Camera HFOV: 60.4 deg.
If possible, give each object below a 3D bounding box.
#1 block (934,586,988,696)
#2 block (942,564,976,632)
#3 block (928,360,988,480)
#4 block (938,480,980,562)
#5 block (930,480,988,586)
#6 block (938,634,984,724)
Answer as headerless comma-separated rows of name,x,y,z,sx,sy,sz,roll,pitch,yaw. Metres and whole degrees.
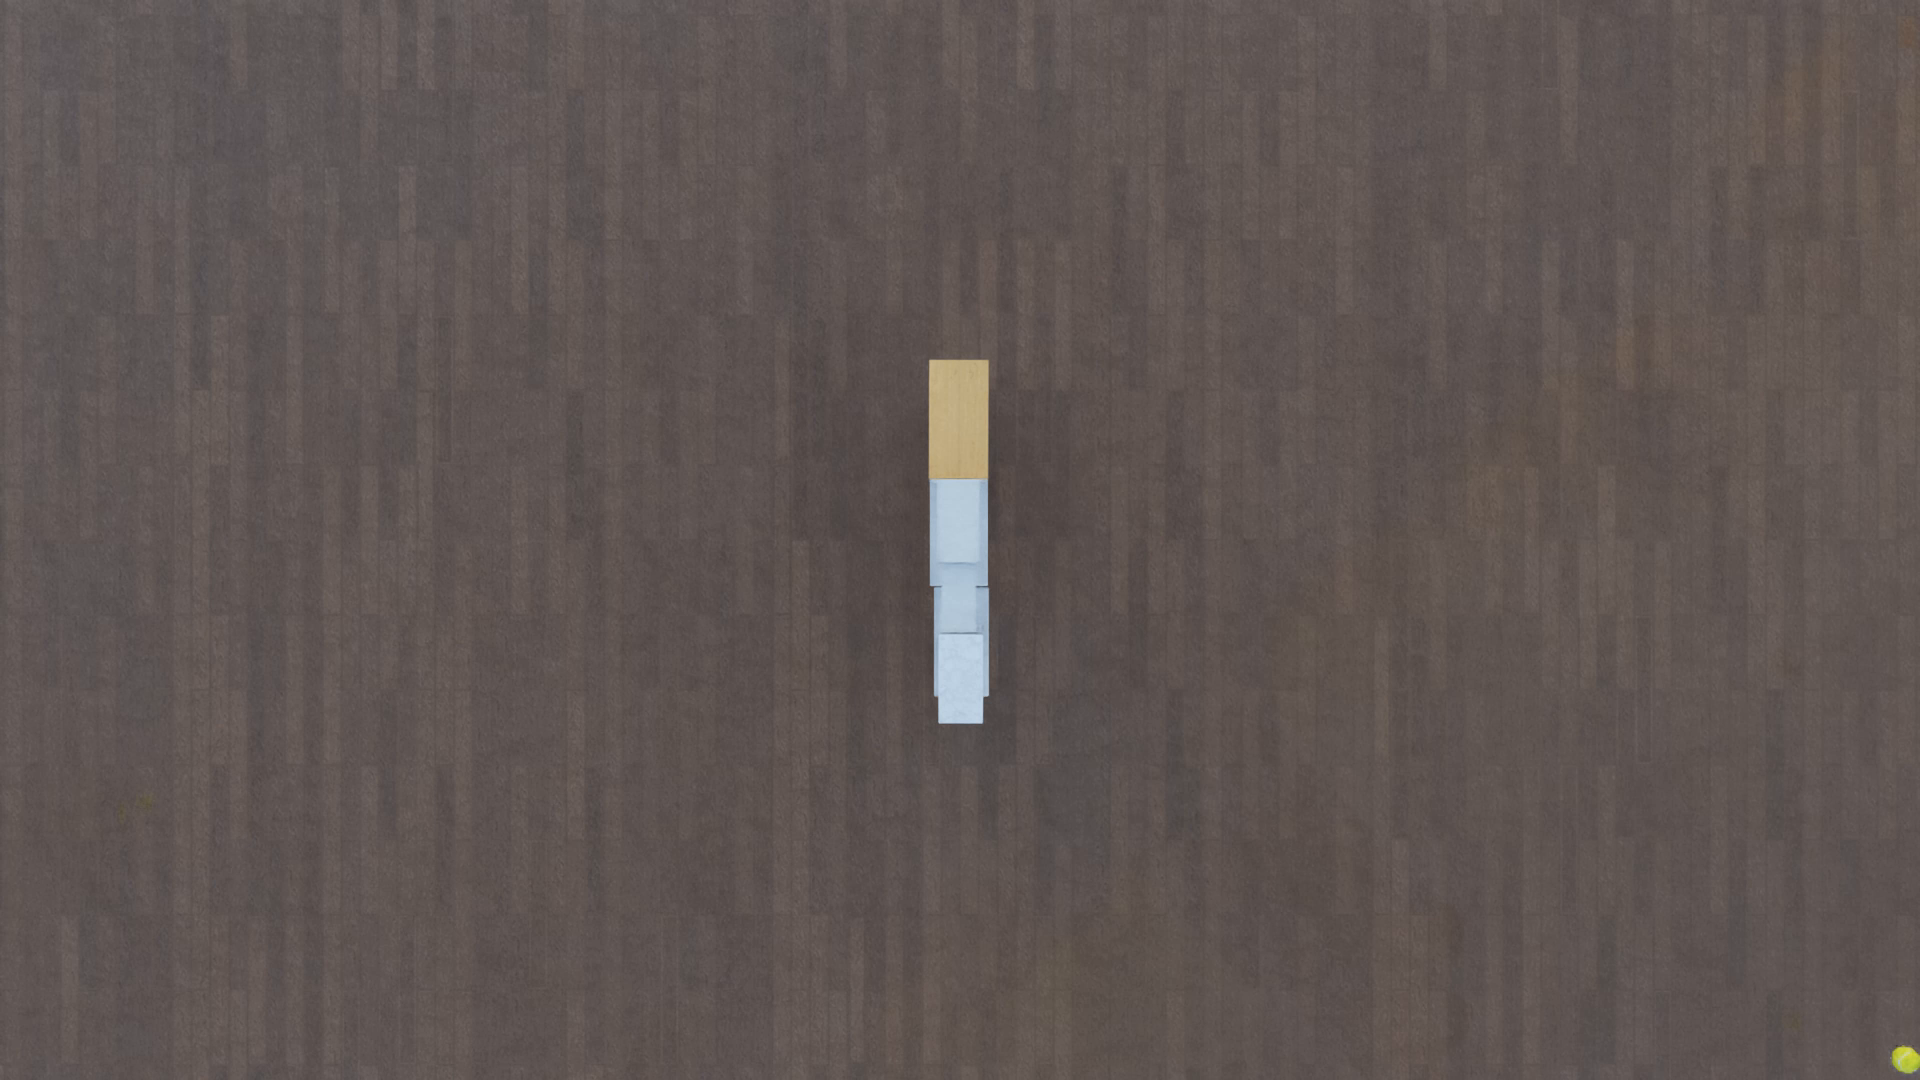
block,0.004,0.316,5.139,0.169,0.048,0.338,0,90,0
block,-0.004,0.170,4.876,0.101,0.029,0.203,0,90,0
block,-0.004,-0.359,4.934,0.176,0.050,0.353,0,90,0
block,-0.004,-0.057,4.835,0.121,0.034,0.241,0,90,0
block,-0.003,-0.036,5.118,0.178,0.050,0.356,0,90,0
block,0.003,0.406,4.837,0.130,0.037,0.259,0,90,0
